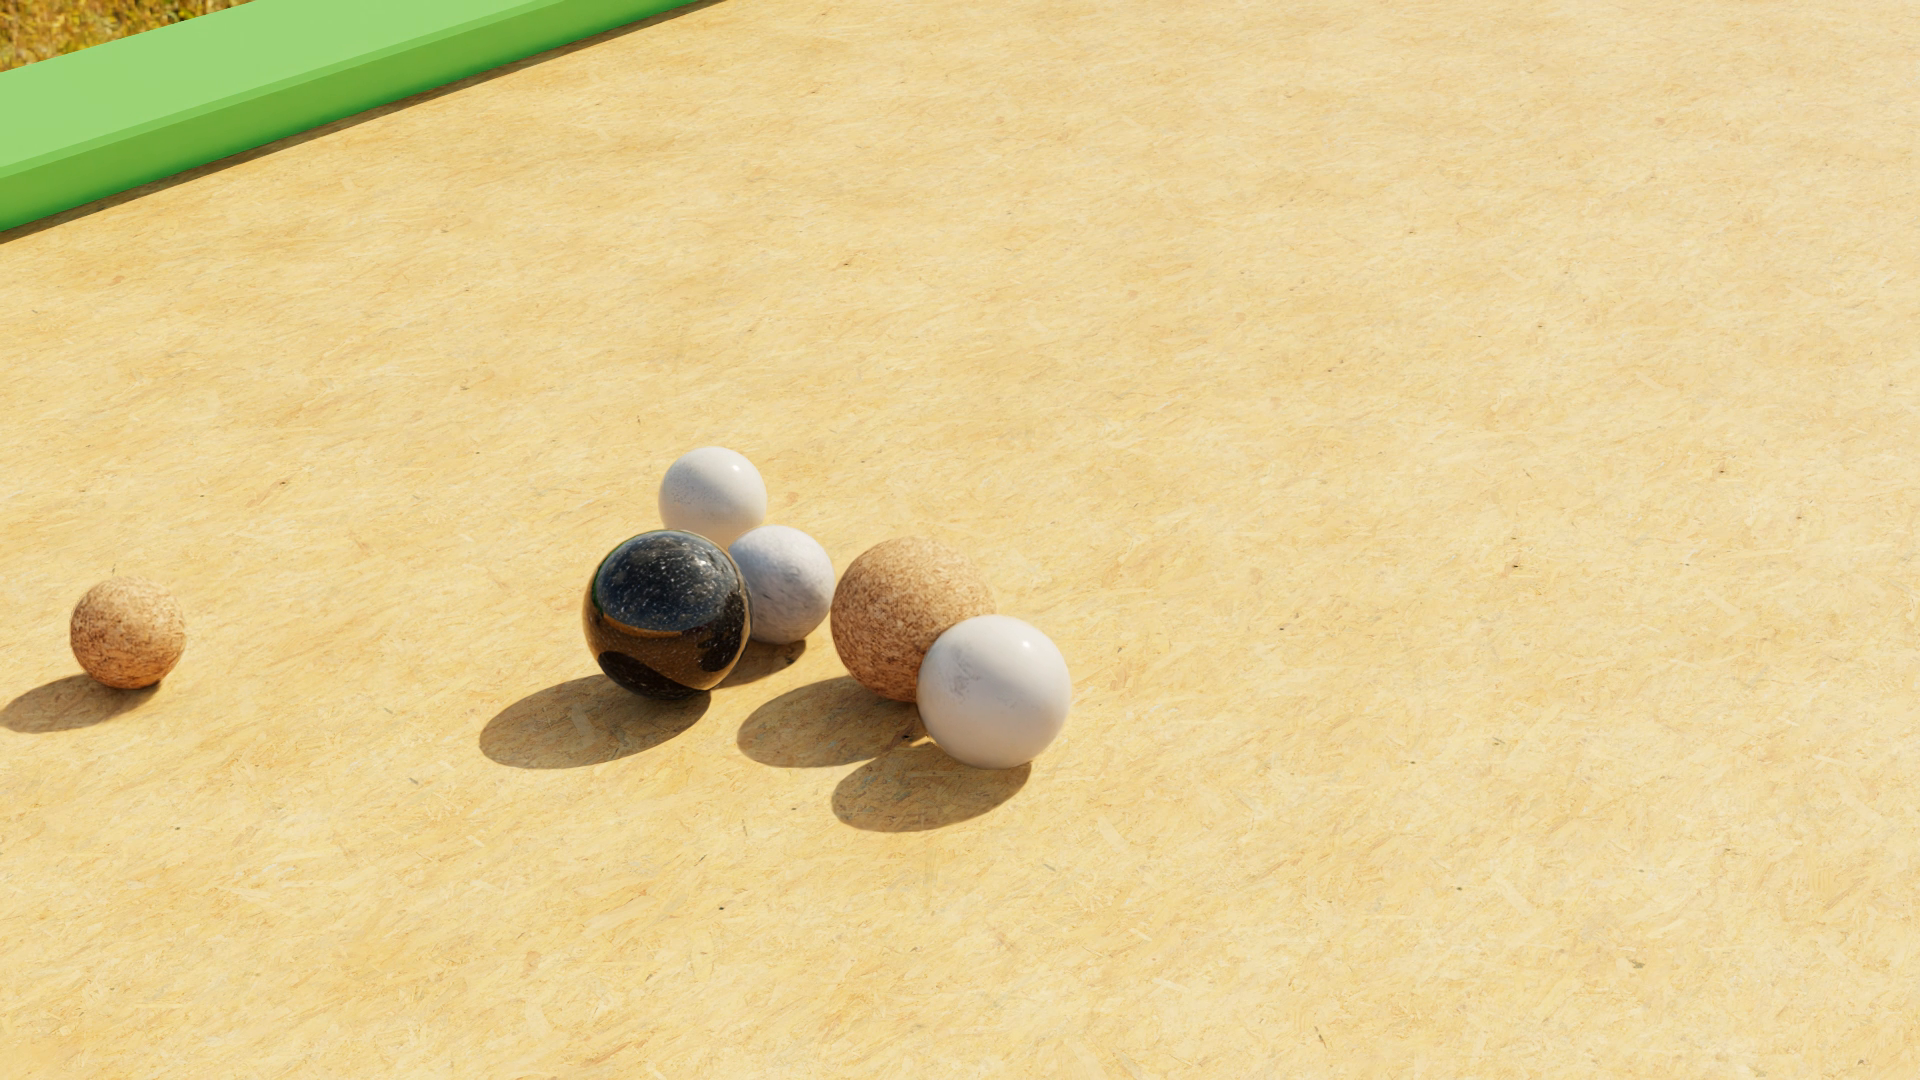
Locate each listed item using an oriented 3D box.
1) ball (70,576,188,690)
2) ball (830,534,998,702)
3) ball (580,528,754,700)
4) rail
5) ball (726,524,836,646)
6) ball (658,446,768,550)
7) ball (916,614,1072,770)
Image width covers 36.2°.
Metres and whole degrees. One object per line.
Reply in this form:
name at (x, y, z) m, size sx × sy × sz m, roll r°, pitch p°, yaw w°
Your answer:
ball at (-0.484, 0.054, 1.714) m, size 0.066 × 0.066 × 0.066 m, roll 0°, pitch 25°, yaw 0°
ball at (-0.027, 0.045, 1.697) m, size 0.096 × 0.096 × 0.096 m, roll 0°, pitch 25°, yaw 0°
ball at (-0.169, 0.043, 1.698) m, size 0.100 × 0.100 × 0.100 m, roll 0°, pitch 25°, yaw 0°
rail at (-0.319, -0.595, 3.025) m, size 0.045 × 0.129 × 3.709 m, roll 16°, pitch 30°, yaw 31°
ball at (-0.111, 0.027, 1.765) m, size 0.072 × 0.072 × 0.072 m, roll 0°, pitch 25°, yaw 0°
ball at (-0.158, -0.025, 1.877) m, size 0.070 × 0.070 × 0.070 m, roll 0°, pitch 25°, yaw 0°
ball at (0.019, 0.084, 1.627) m, size 0.086 × 0.086 × 0.086 m, roll 0°, pitch 25°, yaw 0°
